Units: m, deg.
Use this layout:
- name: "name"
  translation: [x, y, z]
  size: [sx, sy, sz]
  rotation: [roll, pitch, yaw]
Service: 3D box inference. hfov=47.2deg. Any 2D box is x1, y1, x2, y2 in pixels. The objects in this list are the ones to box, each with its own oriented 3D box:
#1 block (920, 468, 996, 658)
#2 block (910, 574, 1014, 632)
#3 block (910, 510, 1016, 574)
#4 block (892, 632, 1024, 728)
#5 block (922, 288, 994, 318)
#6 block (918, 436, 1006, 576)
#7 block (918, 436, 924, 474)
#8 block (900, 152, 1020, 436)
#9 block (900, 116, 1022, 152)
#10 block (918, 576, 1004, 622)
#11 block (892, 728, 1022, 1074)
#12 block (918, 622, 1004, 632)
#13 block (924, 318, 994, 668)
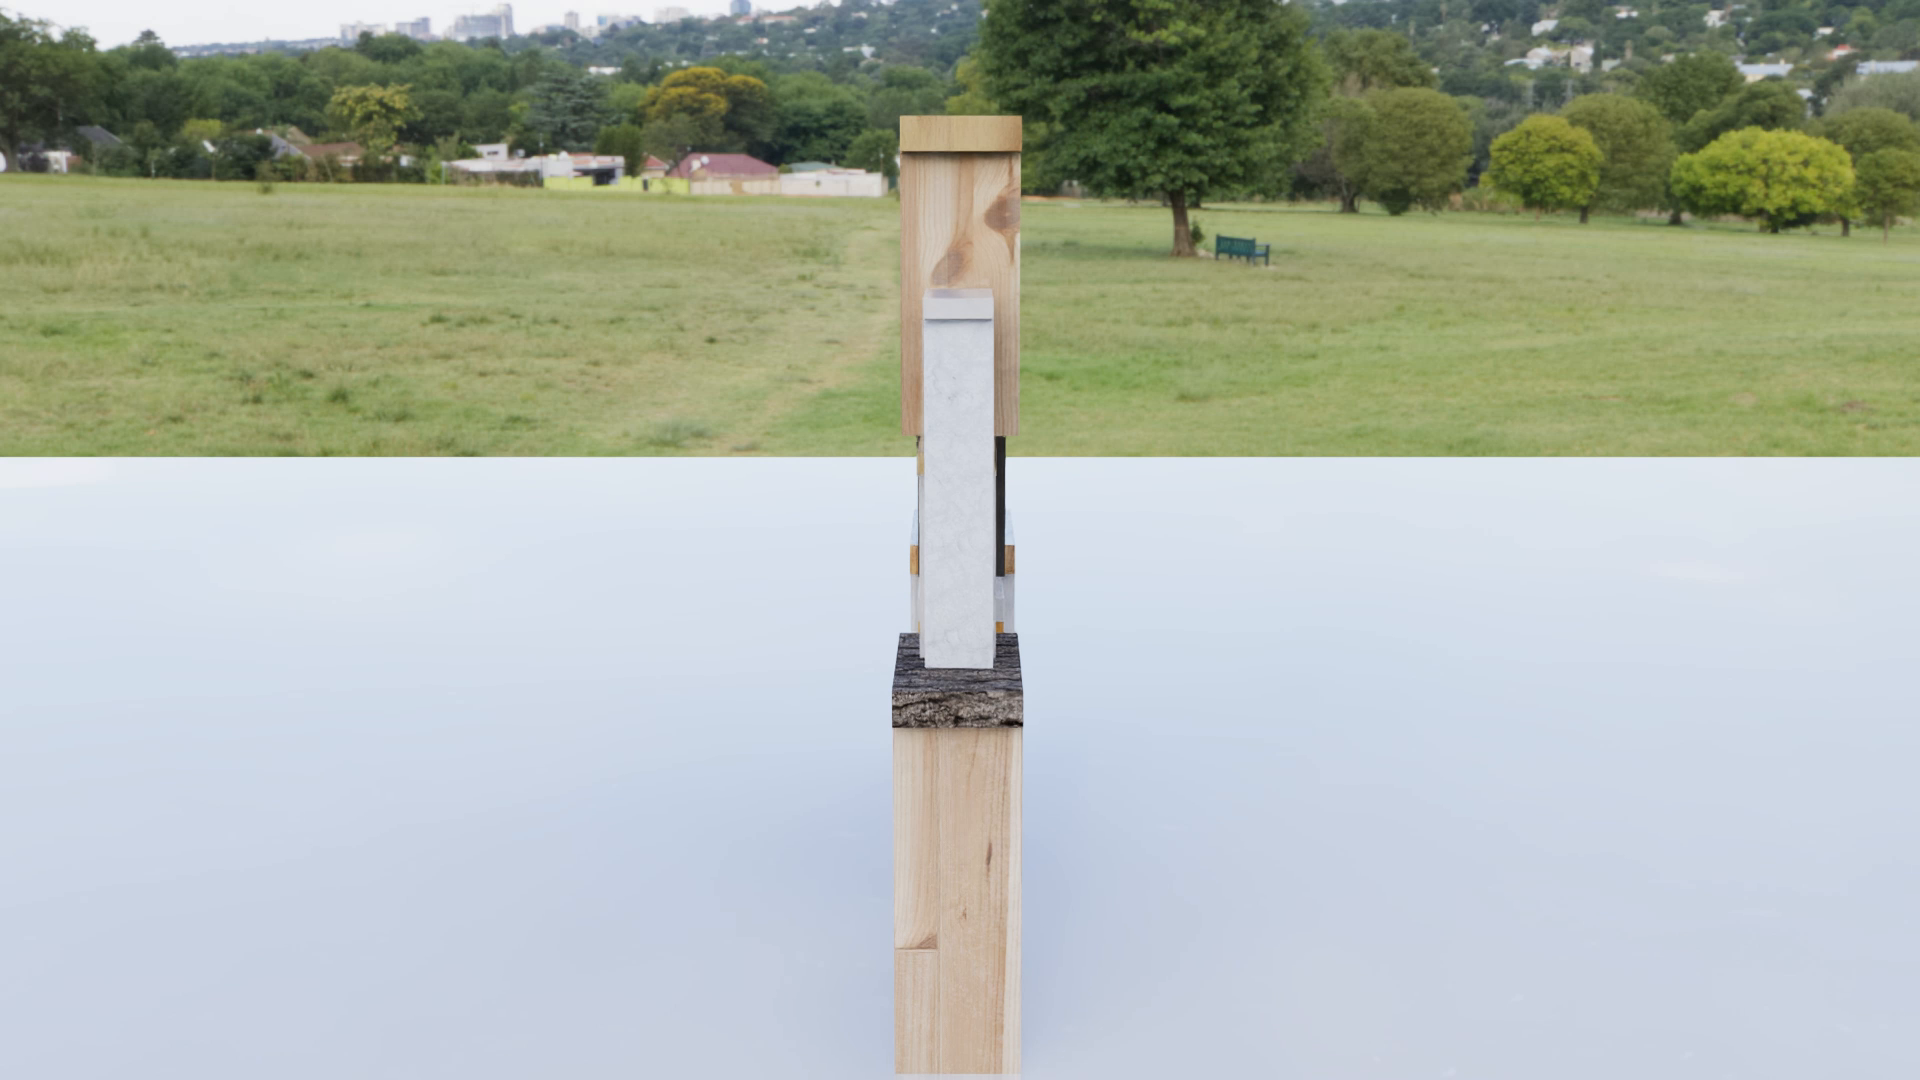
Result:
- name: "block"
  translation: [-0.003, 0.033, 3.008]
  size: [0.104, 0.258, 0.029]
  rotation: [0, 10, 0]
- name: "block"
  translation: [0.004, 0.248, 3.751]
  size: [0.175, 0.411, 0.050]
  rotation: [0, 10, 0]
- name: "block"
  translation: [0.004, 0.000, 3.824]
  size: [0.175, 0.050, 0.350]
  rotation: [0, 11, 0]
- name: "block"
  translation: [-0.002, 0.188, 3.009]
  size: [0.170, 0.048, 0.340]
  rotation: [0, 10, 0]
- name: "block"
  translation: [-0.002, -0.317, 2.946]
  size: [0.092, 0.026, 0.184]
  rotation: [0, 11, 0]
- name: "block"
  translation: [0.002, -0.078, 3.313]
  size: [0.132, 0.264, 0.037]
  rotation: [0, 11, 0]
- name: "block"
  translation: [-0.005, -0.121, 3.050]
  size: [0.104, 0.029, 0.208]
  rotation: [0, 10, 0]
- name: "block"
  translation: [0.000, -0.346, 3.095]
  size: [0.167, 0.397, 0.047]
  rotation: [0, 11, 0]
- name: "block"
  translation: [0.002, -0.585, 3.165]
  size: [0.167, 0.047, 0.333]
  rotation: [0, 11, 0]
- name: "block"
  translation: [0.001, 0.078, 3.291]
  size: [0.124, 0.035, 0.247]
  rotation: [0, 11, 0]
- name: "block"
  translation: [-0.003, 0.474, 2.946]
  size: [0.170, 0.491, 0.048]
  rotation: [0, 10, 0]
- name: "block"
  translation: [0.001, 0.293, 3.247]
  size: [0.124, 0.371, 0.035]
  rotation: [0, 10, 0]
- name: "block"
  translation: [-0.002, -0.062, 2.932]
  size: [0.092, 0.471, 0.026]
  rotation: [0, 10, 0]
